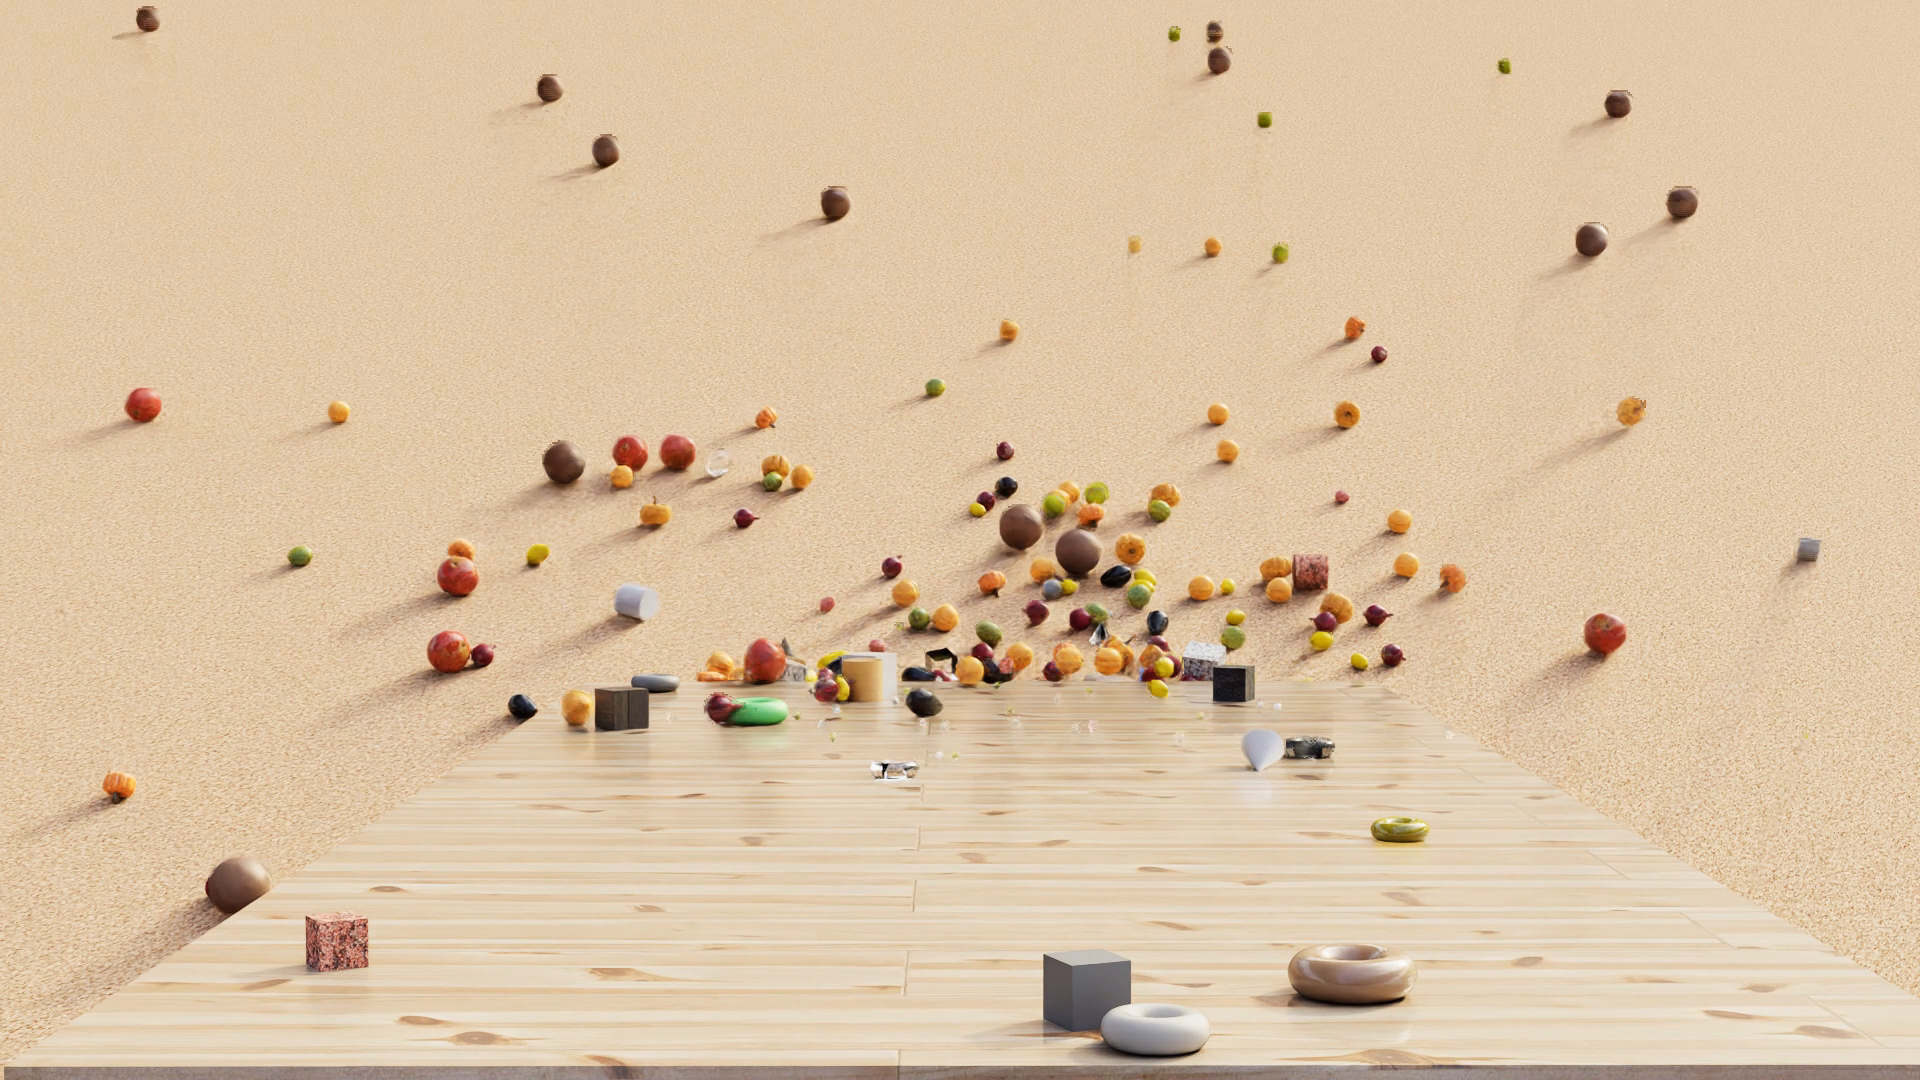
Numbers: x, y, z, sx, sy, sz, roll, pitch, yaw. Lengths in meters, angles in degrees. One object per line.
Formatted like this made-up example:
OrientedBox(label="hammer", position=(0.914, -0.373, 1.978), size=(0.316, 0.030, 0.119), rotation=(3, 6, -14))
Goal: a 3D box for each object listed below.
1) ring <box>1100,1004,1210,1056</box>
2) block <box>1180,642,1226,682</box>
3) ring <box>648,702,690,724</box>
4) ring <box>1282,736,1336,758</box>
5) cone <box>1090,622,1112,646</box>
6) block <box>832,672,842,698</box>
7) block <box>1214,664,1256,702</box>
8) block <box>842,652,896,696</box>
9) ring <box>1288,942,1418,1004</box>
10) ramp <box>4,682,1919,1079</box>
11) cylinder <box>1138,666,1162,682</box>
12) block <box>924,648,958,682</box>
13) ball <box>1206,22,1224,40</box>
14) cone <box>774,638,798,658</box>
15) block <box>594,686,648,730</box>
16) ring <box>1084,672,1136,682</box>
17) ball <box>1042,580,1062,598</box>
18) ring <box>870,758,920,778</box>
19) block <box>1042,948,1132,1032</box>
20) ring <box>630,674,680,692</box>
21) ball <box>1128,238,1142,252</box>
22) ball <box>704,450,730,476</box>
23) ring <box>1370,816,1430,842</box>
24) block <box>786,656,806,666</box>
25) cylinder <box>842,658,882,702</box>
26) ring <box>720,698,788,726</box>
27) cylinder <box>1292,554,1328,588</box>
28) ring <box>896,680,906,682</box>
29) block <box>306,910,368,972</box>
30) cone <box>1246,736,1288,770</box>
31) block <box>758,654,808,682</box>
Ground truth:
OrientedBox(label="ring", position=(0.199, 0.497, 2.618), size=(0.112, 0.037, 0.112), rotation=(0, 1, 0))
OrientedBox(label="block", position=(0.635, 0.333, 6.712), size=(0.096, 0.096, 0.096), rotation=(7, 25, 16))
OrientedBox(label="ring", position=(-0.635, 0.383, 5.622), size=(0.091, 0.030, 0.091), rotation=(-7, 25, 3))
OrientedBox(label="ring", position=(0.677, 0.403, 5.008), size=(0.105, 0.035, 0.105), rotation=(-1, 3, 0))
OrientedBox(label="cone", position=(0.382, 0.245, 6.957), size=(0.063, 0.063, 0.063), rotation=(0, 23, 0))
OrientedBox(label="block", position=(-0.264, 0.345, 6.154), size=(0.059, 0.059, 0.059), rotation=(1, 3, 29))
OrientedBox(label="block", position=(0.647, 0.338, 6.074), size=(0.079, 0.079, 0.079), rotation=(1, 2, 23))
OrientedBox(label="block", position=(-0.220, 0.323, 6.218), size=(0.097, 0.097, 0.097), rotation=(1, 3, 29))
OrientedBox(label="ring", position=(0.437, 0.482, 2.866), size=(0.144, 0.048, 0.144), rotation=(-1, 3, 0))
OrientedBox(label="ramp", position=(0.054, 0.489, 4.541), size=(2.000, 0.100, 4.000), rotation=(0, 2, 0))
OrientedBox(label="cylinder", position=(0.493, 0.360, 6.696), size=(0.053, 0.053, 0.053), rotation=(19, 25, 0))
OrientedBox(label="block", position=(-0.050, 0.330, 6.760), size=(0.064, 0.064, 0.064), rotation=(-11, 26, -23))
OrientedBox(label="ball", position=(1.360, -2.709, 13.709), size=(0.100, 0.100, 0.100), rotation=(0, 23, 0))
OrientedBox(label="cone", position=(-0.463, 0.295, 6.804), size=(0.092, 0.092, 0.092), rotation=(0, 23, 0))
OrientedBox(label="block", position=(-0.723, 0.359, 5.500), size=(0.084, 0.084, 0.084), rotation=(-2, 3, -37))
OrientedBox(label="ring", position=(0.391, 0.375, 6.634), size=(0.148, 0.049, 0.148), rotation=(9, 5, -1))
OrientedBox(label="ball", position=(0.257, 0.137, 7.215), size=(0.054, 0.054, 0.054), rotation=(0, 23, 0))
OrientedBox(label="ring", position=(-0.119, 0.418, 4.704), size=(0.090, 0.030, 0.090), rotation=(-1, 3, 0))
OrientedBox(label="block", position=(0.134, 0.476, 2.728), size=(0.070, 0.070, 0.070), rotation=(-1, 2, -24))
OrientedBox(label="ring", position=(-0.746, 0.349, 6.302), size=(0.120, 0.040, 0.120), rotation=(0, 1, 0))
OrientedBox(label="ball", position=(0.695, -1.173, 10.231), size=(0.055, 0.055, 0.055), rotation=(0, 23, 0))
OrientedBox(label="ball", position=(-0.758, -0.241, 8.052), size=(0.081, 0.081, 0.081), rotation=(0, 23, 0))
OrientedBox(label="ring", position=(0.678, 0.447, 3.967), size=(0.091, 0.030, 0.091), rotation=(-1, 3, 0))
OrientedBox(label="block", position=(-0.439, 0.344, 6.737), size=(0.055, 0.055, 0.055), rotation=(10, 25, 21))
OrientedBox(label="cylinder", position=(-0.229, 0.330, 6.073), size=(0.095, 0.095, 0.095), rotation=(0, 2, 0))
OrientedBox(label="ring", position=(-0.447, 0.373, 5.595), size=(0.149, 0.050, 0.149), rotation=(-1, 3, 0))
OrientedBox(label="cylinder", position=(0.991, 0.088, 7.282), size=(0.091, 0.091, 0.091), rotation=(-2, 23, 2))
OrientedBox(label="ring", position=(-0.171, 0.392, 6.653), size=(0.103, 0.034, 0.103), rotation=(1, 25, 0))
OrientedBox(label="block", position=(-0.732, 0.471, 3.024), size=(0.057, 0.057, 0.057), rotation=(-1, 3, -31))
OrientedBox(label="cone", position=(0.561, 0.410, 4.805), size=(0.082, 0.082, 0.082), rotation=(10, 7, 22))
OrientedBox(label="block", position=(-0.458, 0.352, 6.647), size=(0.084, 0.084, 0.084), rotation=(20, 4, 38))
